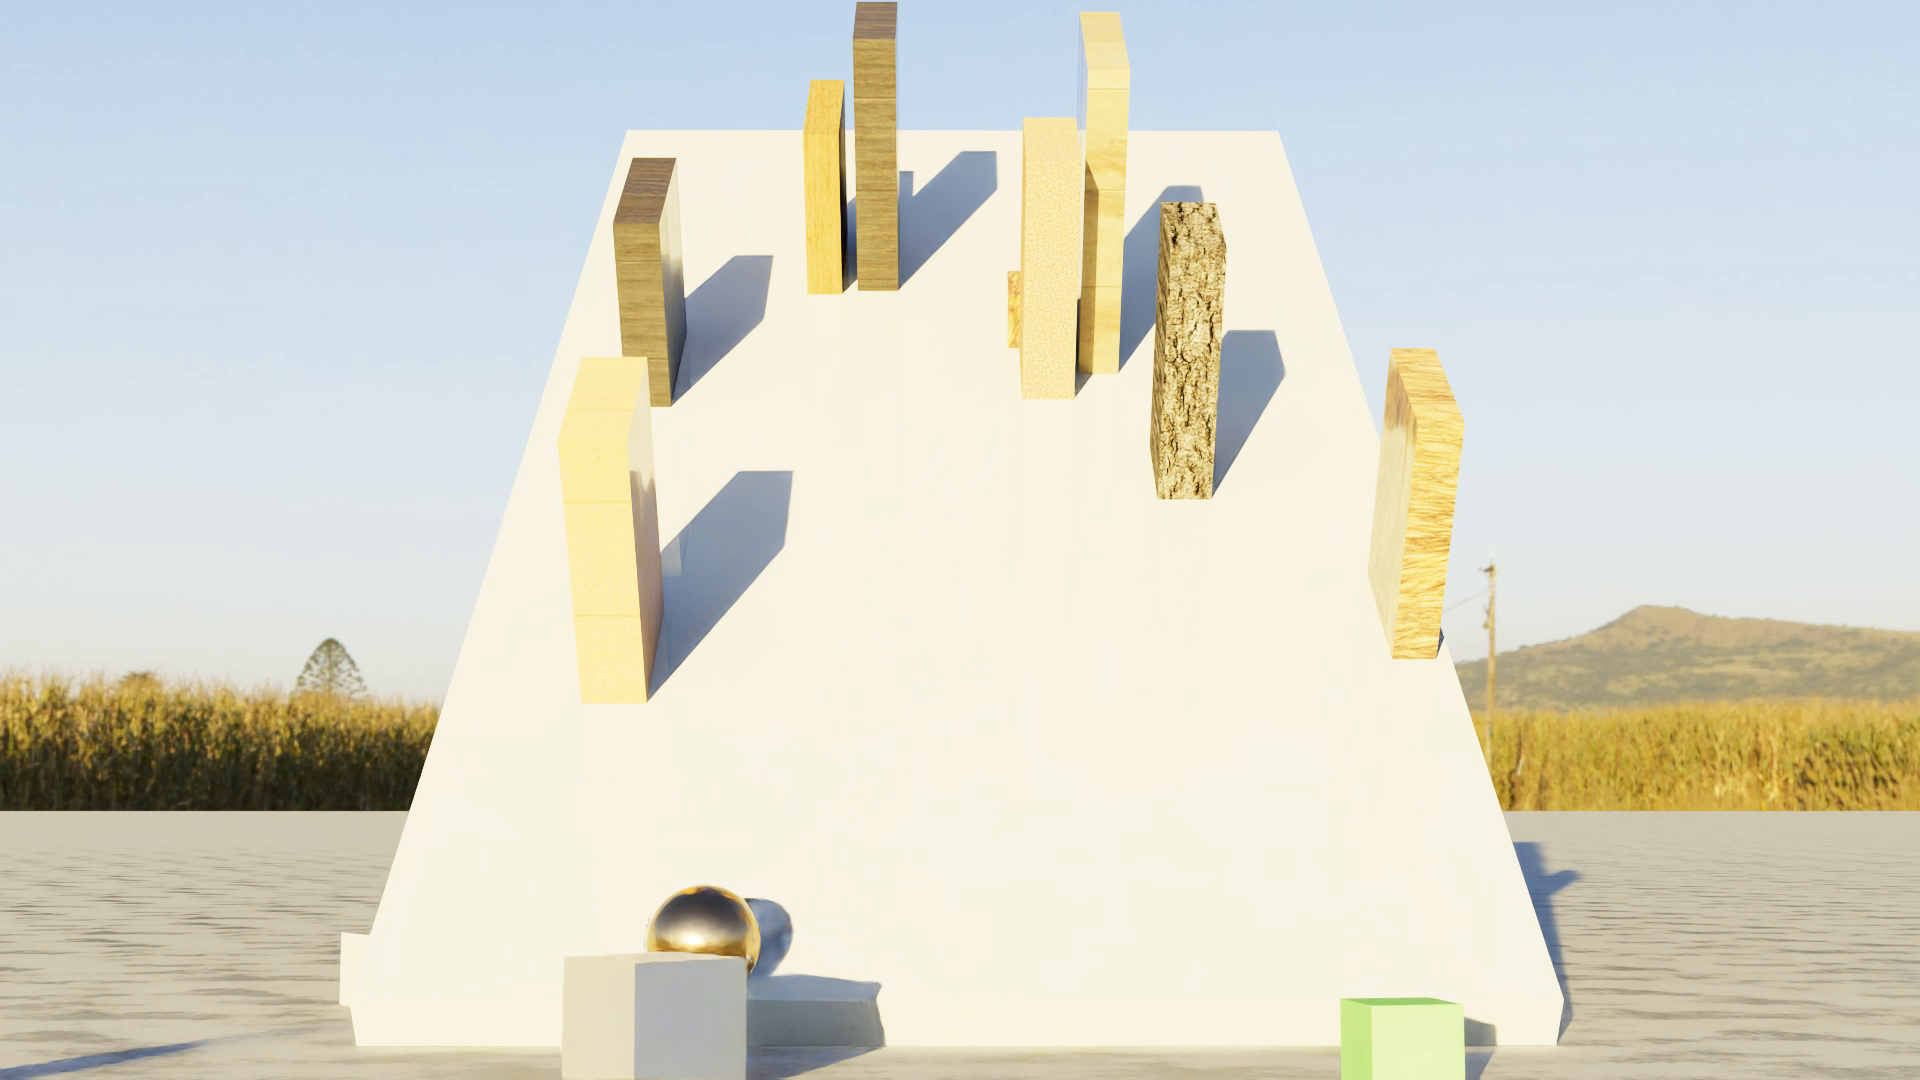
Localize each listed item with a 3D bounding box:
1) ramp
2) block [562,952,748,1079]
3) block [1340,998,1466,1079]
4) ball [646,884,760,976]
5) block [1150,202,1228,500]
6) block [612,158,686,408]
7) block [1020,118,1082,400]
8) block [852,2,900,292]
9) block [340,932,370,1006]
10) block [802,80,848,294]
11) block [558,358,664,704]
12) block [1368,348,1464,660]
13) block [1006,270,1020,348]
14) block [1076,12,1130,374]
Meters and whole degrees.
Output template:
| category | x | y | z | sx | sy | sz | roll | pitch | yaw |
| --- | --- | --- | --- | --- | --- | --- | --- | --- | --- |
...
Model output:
| category | x | y | z | sx | sy | sz | roll | pitch | yaw |
| --- | --- | --- | --- | --- | --- | --- | --- | --- | --- |
| ramp | -0.013 | -0.207 | 5.738 | 2.000 | 0.100 | 4.000 | 0 | 30 | 0 |
| block | -0.431 | 0.682 | 3.410 | 0.186 | 0.186 | 0.186 | 5 | -8 | -40 |
| block | 0.608 | 0.701 | 3.329 | 0.131 | 0.131 | 0.131 | 1 | -6 | -10 |
| ball | -0.420 | 0.659 | 3.966 | 0.187 | 0.187 | 0.187 | 0 | -6 | 0 |
| block | 0.505 | -0.419 | 5.399 | 0.121 | 0.611 | 0.257 | 0 | 30 | 0 |
| block | -0.750 | -0.630 | 5.886 | 0.108 | 0.475 | 0.417 | 0 | 30 | 0 |
| block | 0.214 | -0.677 | 5.836 | 0.126 | 0.614 | 0.282 | 0 | 30 | 0 |
| block | -0.217 | -1.033 | 6.368 | 0.107 | 0.689 | 0.301 | 0 | 30 | 0 |
| block | -1.149 | 0.863 | 4.869 | 0.143 | 0.143 | 0.143 | 5 | -8 | -39 |
| block | -0.357 | -0.945 | 6.460 | 0.091 | 0.444 | 0.418 | 0 | 30 | 0 |
| block | -0.676 | -0.019 | 4.732 | 0.127 | 0.584 | 0.345 | 0 | 30 | 0 |
| block | 0.915 | -0.074 | 4.885 | 0.089 | 0.535 | 0.331 | 0 | 30 | 0 |
| block | 0.194 | -0.585 | 6.139 | 0.148 | 0.148 | 0.148 | 0 | 30 | 0 |
| block | 0.343 | -0.856 | 5.974 | 0.097 | 0.784 | 0.425 | 0 | 30 | 0 |
